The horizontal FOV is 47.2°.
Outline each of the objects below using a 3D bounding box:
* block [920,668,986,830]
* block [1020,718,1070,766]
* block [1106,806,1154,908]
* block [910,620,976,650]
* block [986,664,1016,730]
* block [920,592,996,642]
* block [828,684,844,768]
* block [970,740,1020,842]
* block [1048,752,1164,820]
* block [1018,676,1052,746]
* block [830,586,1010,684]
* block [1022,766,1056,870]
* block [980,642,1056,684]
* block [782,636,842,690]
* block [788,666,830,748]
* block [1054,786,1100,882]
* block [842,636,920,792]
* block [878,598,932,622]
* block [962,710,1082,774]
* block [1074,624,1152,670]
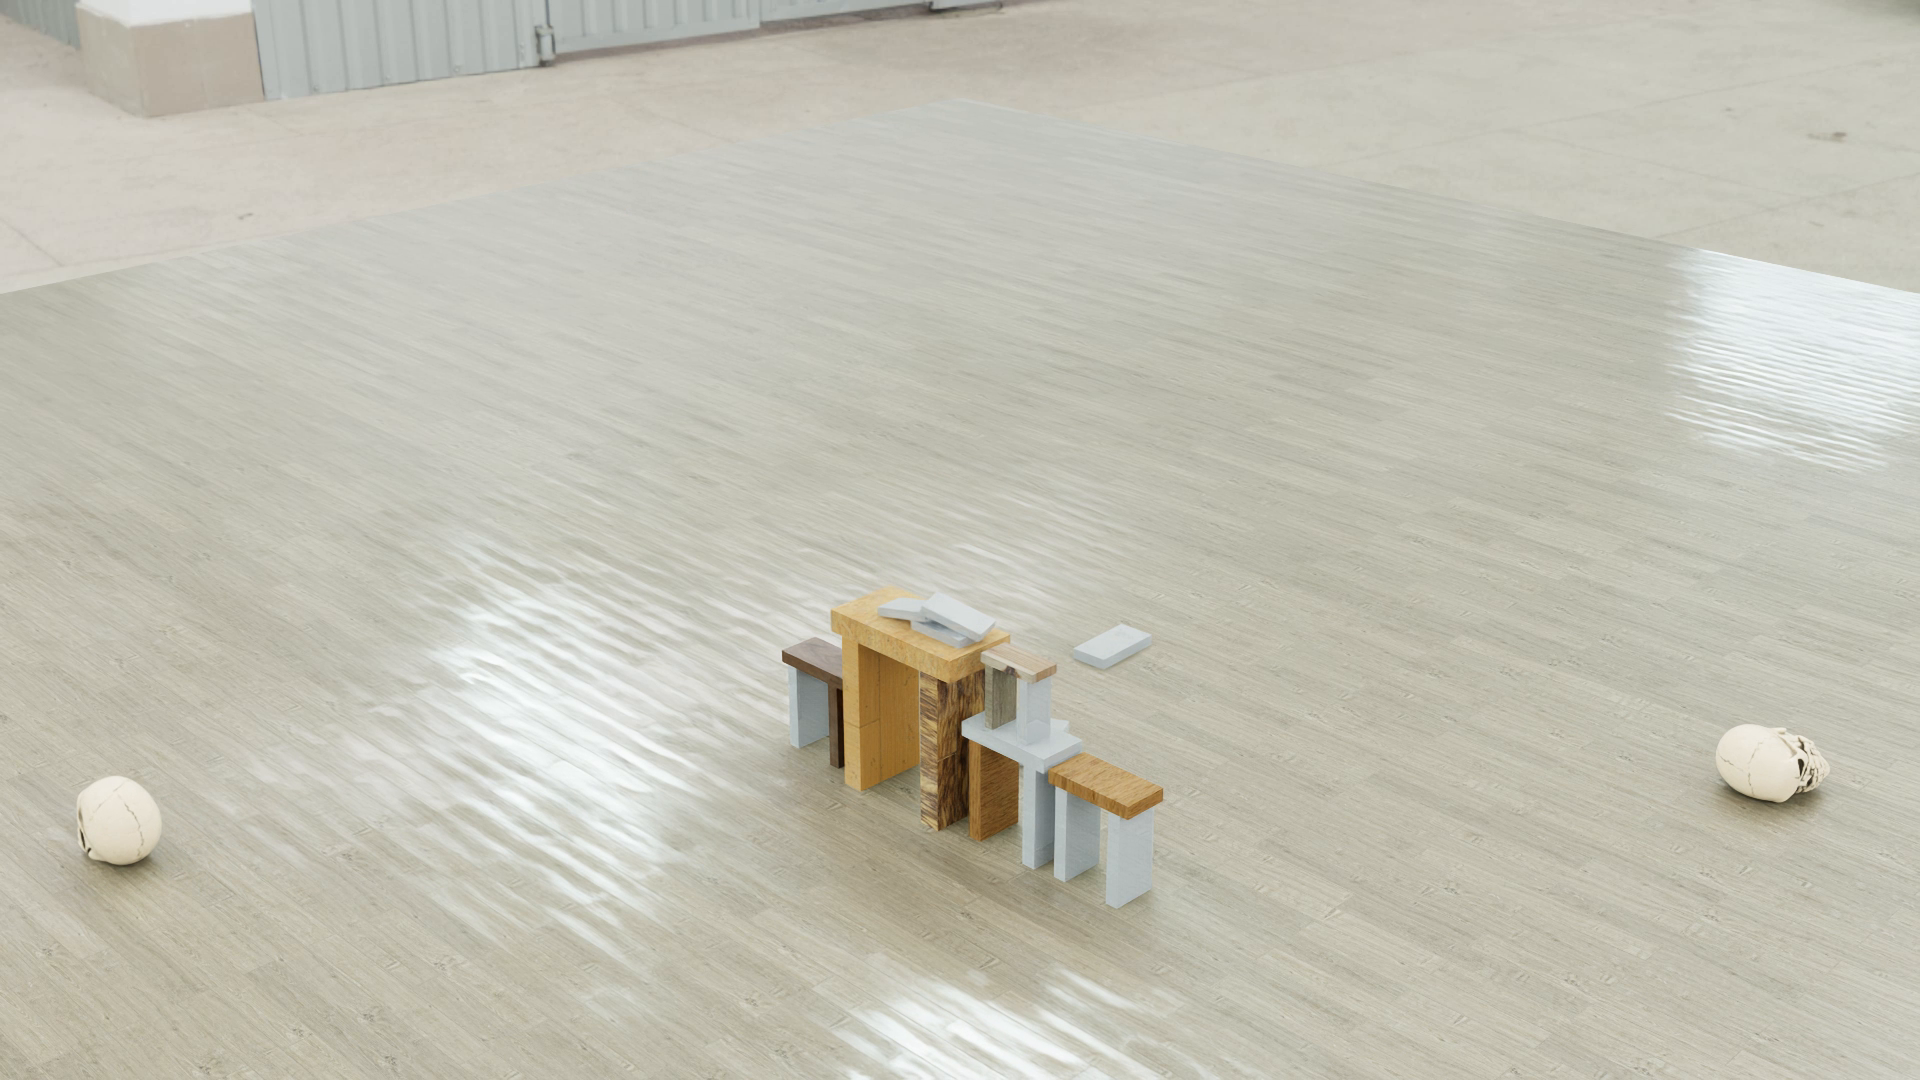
[{"bbox_3d":[-0.002,0.395,4.395,0.048,0.339,0.170,21,31,41],"label":"block"},{"bbox_3d":[0.164,0.432,4.710,0.090,0.025,0.180,8,24,19],"label":"block"},{"bbox_3d":[0.320,0.583,4.131,0.028,0.199,0.099,21,31,41],"label":"block"},{"bbox_3d":[-0.026,0.176,4.330,0.134,0.019,0.067,21,31,40],"label":"block"},{"bbox_3d":[0.079,0.293,4.256,0.019,0.136,0.068,21,31,41],"label":"block"},{"bbox_3d":[-0.004,0.150,4.309,0.134,0.019,0.067,26,35,17],"label":"block"},{"bbox_3d":[-0.231,0.377,4.629,0.027,0.191,0.095,21,31,41],"label":"block"},{"bbox_3d":[0.068,0.478,4.355,0.031,0.219,0.109,21,31,41],"label":"block"},{"bbox_3d":[0.273,0.461,4.130,0.199,0.028,0.099,21,31,41],"label":"block"},{"bbox_3d":[0.143,0.318,4.197,0.019,0.136,0.068,21,31,41],"label":"block"},{"bbox_3d":[-0.081,0.185,4.394,0.339,0.048,0.170,21,31,40],"label":"block"},{"bbox_3d":[0.171,0.518,4.260,0.031,0.219,0.109,21,31,41],"label":"block"},{"bbox_3d":[0.111,0.234,4.196,0.068,0.019,0.136,-21,31,-41],"label":"block"},{"bbox_3d":[-0.276,0.259,4.627,0.191,0.027,0.095,21,31,41],"label":"block"},{"bbox_3d":[-0.321,0.342,4.711,0.027,0.191,0.095,21,31,41],"label":"block"},{"bbox_3d":[0.226,0.547,4.217,0.028,0.199,0.099,21,31,41],"label":"block"},{"bbox_3d":[-0.162,0.333,4.542,0.048,0.339,0.170,21,31,41],"label":"block"},{"bbox_3d":[-0.093,0.138,4.383,0.134,0.019,0.067,5,20,44],"label":"block"},{"bbox_3d":[0.119,0.383,4.259,0.219,0.031,0.109,21,31,41],"label":"block"},{"bbox_3d":[0.357,0.249,5.142,0.090,0.025,0.180,19,30,38],"label":"block"}]
